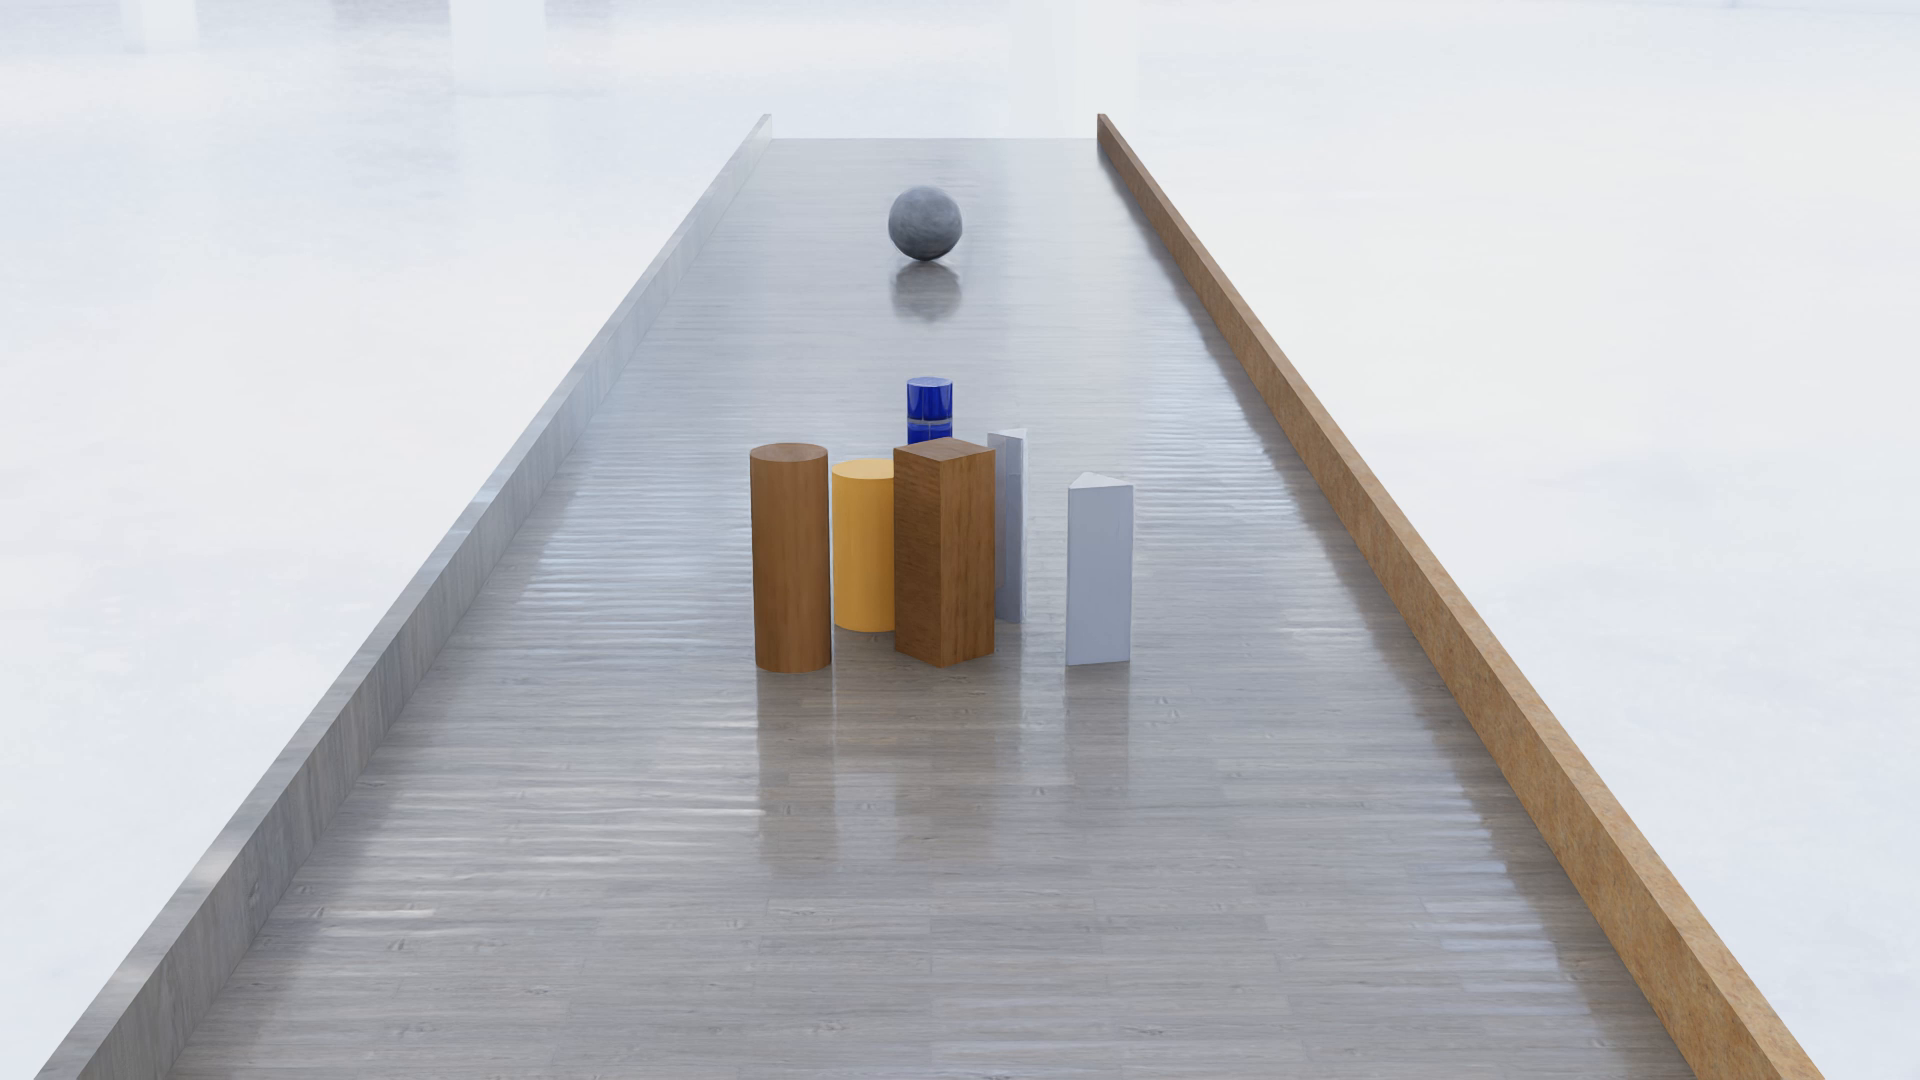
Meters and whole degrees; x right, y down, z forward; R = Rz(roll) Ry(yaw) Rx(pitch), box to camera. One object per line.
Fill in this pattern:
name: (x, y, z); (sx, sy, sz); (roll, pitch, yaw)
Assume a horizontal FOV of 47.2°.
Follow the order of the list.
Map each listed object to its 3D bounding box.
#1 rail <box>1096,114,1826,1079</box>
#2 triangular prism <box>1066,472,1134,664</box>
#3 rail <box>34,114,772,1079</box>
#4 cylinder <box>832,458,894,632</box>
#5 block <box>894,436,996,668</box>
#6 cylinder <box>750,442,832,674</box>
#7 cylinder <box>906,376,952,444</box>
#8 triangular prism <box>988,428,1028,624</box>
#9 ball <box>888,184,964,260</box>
rail: (0.932, -0.844, 7.801); (0.050, 0.150, 12.000); (0, 17, -1)
triangular prism: (0.265, 0.054, 4.404); (0.132, 0.366, 0.114); (-4, 17, -12)
rail: (-1.118, -0.838, 7.780); (0.050, 0.150, 12.000); (0, 17, -1)
cylinder: (-0.183, 0.010, 4.615); (0.169, 0.330, 0.169); (0, 17, 0)
block: (-0.031, 0.023, 4.405); (0.143, 0.424, 0.143); (-14, 22, -39)
cylinder: (-0.334, 0.035, 4.353); (0.153, 0.431, 0.153); (0, 17, 0)
cylinder: (-0.066, -0.131, 4.879); (0.101, 0.450, 0.101); (0, 17, 0)
triangular prism: (0.117, -0.033, 4.633); (0.091, 0.402, 0.079); (12, 21, 36)
ball: (-0.142, -1.311, 9.087); (0.313, 0.313, 0.313); (0, 17, 0)
